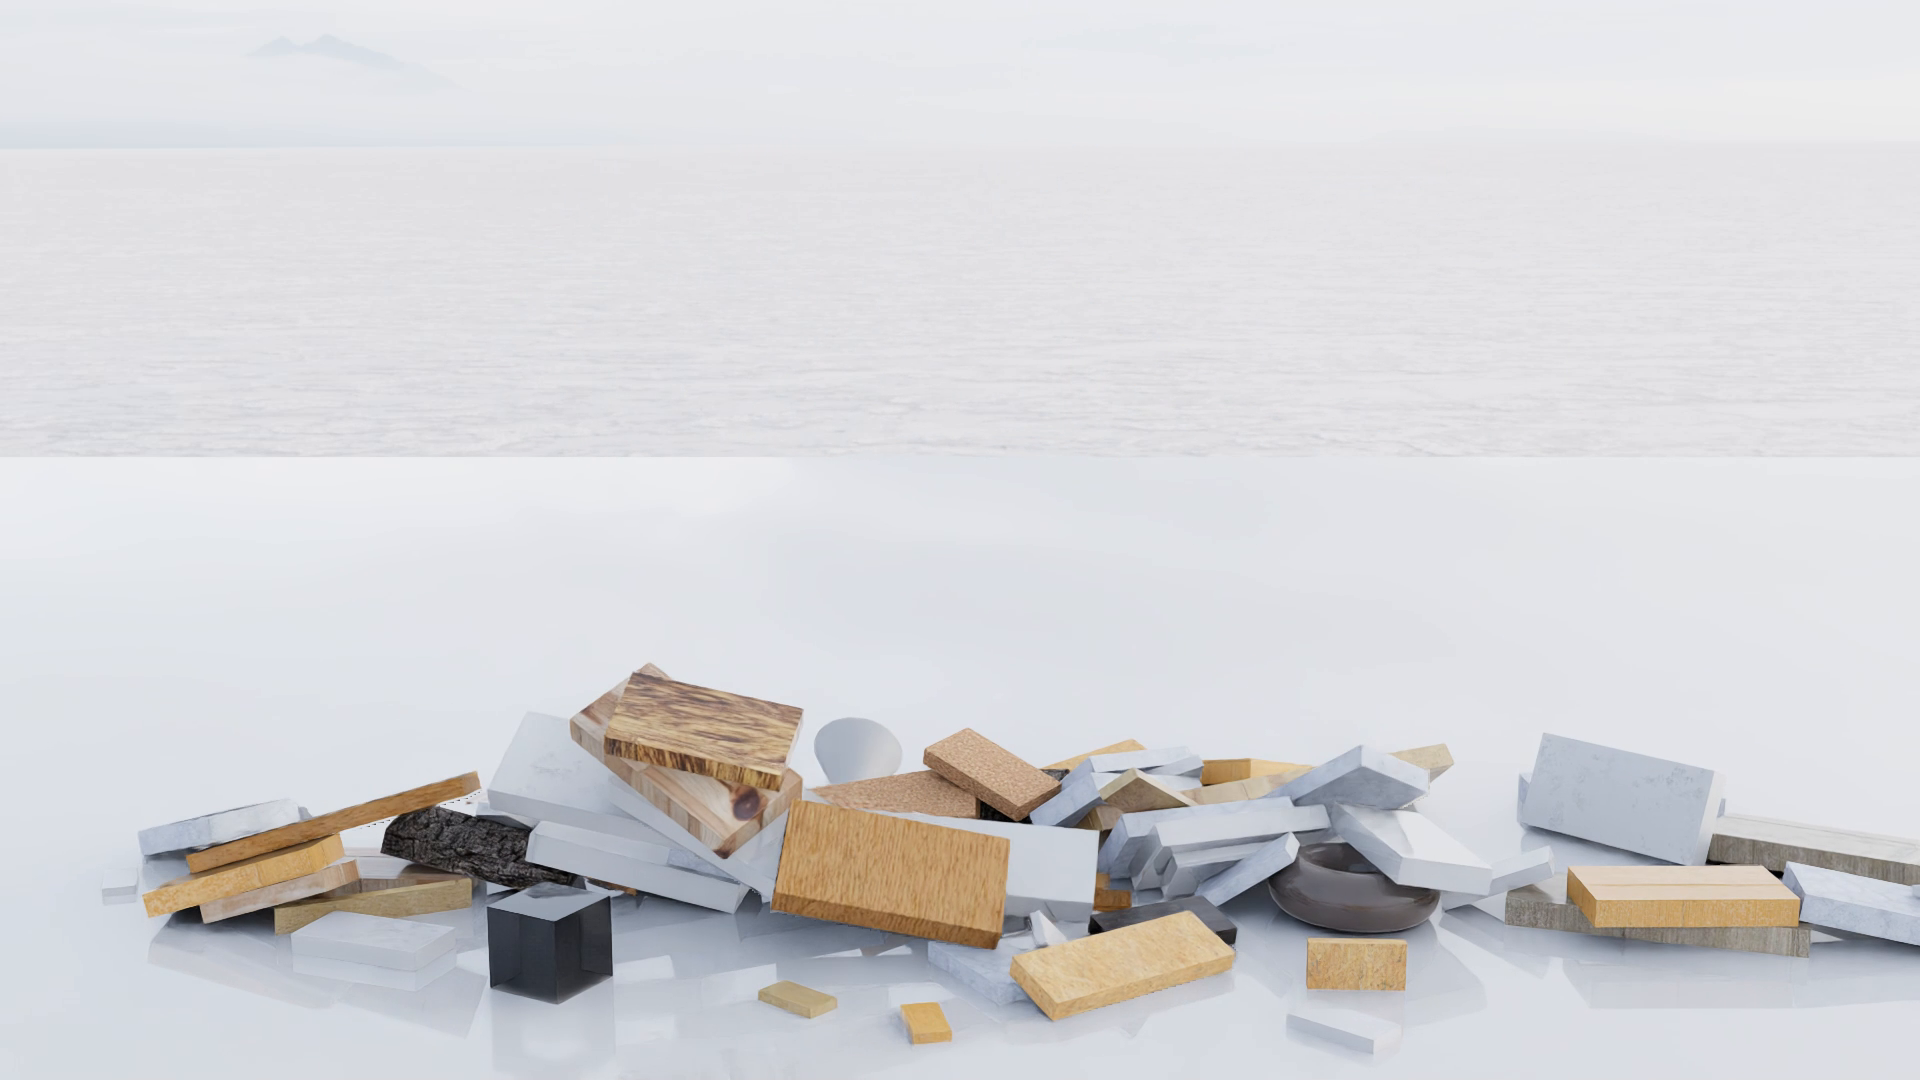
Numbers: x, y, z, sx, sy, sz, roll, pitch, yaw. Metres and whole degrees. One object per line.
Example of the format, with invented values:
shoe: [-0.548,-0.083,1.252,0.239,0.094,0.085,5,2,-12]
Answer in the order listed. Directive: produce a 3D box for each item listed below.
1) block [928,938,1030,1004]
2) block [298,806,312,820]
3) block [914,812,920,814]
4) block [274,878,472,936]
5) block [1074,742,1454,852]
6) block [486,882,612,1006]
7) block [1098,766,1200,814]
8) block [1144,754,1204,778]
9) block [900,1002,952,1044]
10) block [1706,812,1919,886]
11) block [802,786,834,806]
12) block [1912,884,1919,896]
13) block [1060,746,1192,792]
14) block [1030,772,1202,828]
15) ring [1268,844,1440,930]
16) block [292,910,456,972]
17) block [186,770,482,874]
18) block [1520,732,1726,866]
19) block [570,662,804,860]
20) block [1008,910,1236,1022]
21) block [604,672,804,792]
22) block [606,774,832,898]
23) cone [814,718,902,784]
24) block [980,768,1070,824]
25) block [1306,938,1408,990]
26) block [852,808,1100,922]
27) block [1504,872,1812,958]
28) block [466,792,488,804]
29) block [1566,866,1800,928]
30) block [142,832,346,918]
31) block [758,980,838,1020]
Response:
block: [0.048,0.641,3.313,0.104,0.029,0.207,-6,12,-30]
block: [-1.219,0.514,4.037,0.053,0.015,0.105,-5,12,-27]
block: [0.011,0.518,3.715,0.207,0.029,0.104,17,13,4]
block: [-0.942,0.589,3.538,0.309,0.048,0.014,-5,24,-24]
block: [0.542,0.471,3.947,0.782,0.043,0.153,-6,-28,-30]
block: [-0.610,0.598,3.274,0.128,0.128,0.128,6,12,29]
block: [0.347,0.454,3.699,0.072,0.020,0.334,-36,-37,16]
block: [0.309,0.441,3.885,0.246,0.024,0.084,-18,-25,-7]
block: [-0.049,0.684,3.119,0.054,0.015,0.108,-2,11,-11]
block: [1.498,0.534,3.732,0.471,0.048,0.168,5,8,44]
block: [-0.292,0.460,3.510,0.318,0.045,0.159,28,48,21]
block: [1.567,0.552,3.450,0.119,0.017,0.059,0,-2,-9]
block: [0.291,0.412,3.879,0.226,0.032,0.113,-2,-31,-36]
block: [0.277,0.462,3.823,0.303,0.043,0.152,8,-38,-47]
ring: [0.639,0.562,3.569,0.276,0.092,0.276,2,7,0]
block: [-0.910,0.621,3.414,0.223,0.032,0.112,4,11,20]
block: [-1.036,0.467,3.651,0.469,0.032,0.112,-16,-1,2]
block: [1.171,0.459,3.896,0.337,0.168,0.048,11,-6,46]
block: [-0.433,0.344,3.475,0.346,0.049,0.173,34,51,25]
block: [0.244,0.630,3.271,0.339,0.032,0.113,-7,32,-34]
block: [-0.401,0.300,3.459,0.283,0.040,0.141,12,45,6]
block: [-0.366,0.422,3.472,0.346,0.049,0.173,27,48,20]
cone: [-0.207,0.458,4.167,0.173,0.173,0.173,1,37,7]
block: [0.036,0.472,3.914,0.303,0.043,0.152,-3,29,19]
block: [0.588,0.629,3.261,0.144,0.072,0.020,0,11,3]
block: [-0.034,0.518,3.543,0.507,0.045,0.159,5,38,4]
block: [1.114,0.594,3.523,0.457,0.044,0.157,4,11,18]
block: [-0.882,0.491,4.163,0.053,0.015,0.105,4,11,22]
block: [1.135,0.560,3.463,0.314,0.044,0.157,0,11,-1]
block: [-1.156,0.541,3.557,0.283,0.040,0.141,-16,2,4]
block: [-0.236,0.669,3.204,0.108,0.015,0.054,9,14,40]
